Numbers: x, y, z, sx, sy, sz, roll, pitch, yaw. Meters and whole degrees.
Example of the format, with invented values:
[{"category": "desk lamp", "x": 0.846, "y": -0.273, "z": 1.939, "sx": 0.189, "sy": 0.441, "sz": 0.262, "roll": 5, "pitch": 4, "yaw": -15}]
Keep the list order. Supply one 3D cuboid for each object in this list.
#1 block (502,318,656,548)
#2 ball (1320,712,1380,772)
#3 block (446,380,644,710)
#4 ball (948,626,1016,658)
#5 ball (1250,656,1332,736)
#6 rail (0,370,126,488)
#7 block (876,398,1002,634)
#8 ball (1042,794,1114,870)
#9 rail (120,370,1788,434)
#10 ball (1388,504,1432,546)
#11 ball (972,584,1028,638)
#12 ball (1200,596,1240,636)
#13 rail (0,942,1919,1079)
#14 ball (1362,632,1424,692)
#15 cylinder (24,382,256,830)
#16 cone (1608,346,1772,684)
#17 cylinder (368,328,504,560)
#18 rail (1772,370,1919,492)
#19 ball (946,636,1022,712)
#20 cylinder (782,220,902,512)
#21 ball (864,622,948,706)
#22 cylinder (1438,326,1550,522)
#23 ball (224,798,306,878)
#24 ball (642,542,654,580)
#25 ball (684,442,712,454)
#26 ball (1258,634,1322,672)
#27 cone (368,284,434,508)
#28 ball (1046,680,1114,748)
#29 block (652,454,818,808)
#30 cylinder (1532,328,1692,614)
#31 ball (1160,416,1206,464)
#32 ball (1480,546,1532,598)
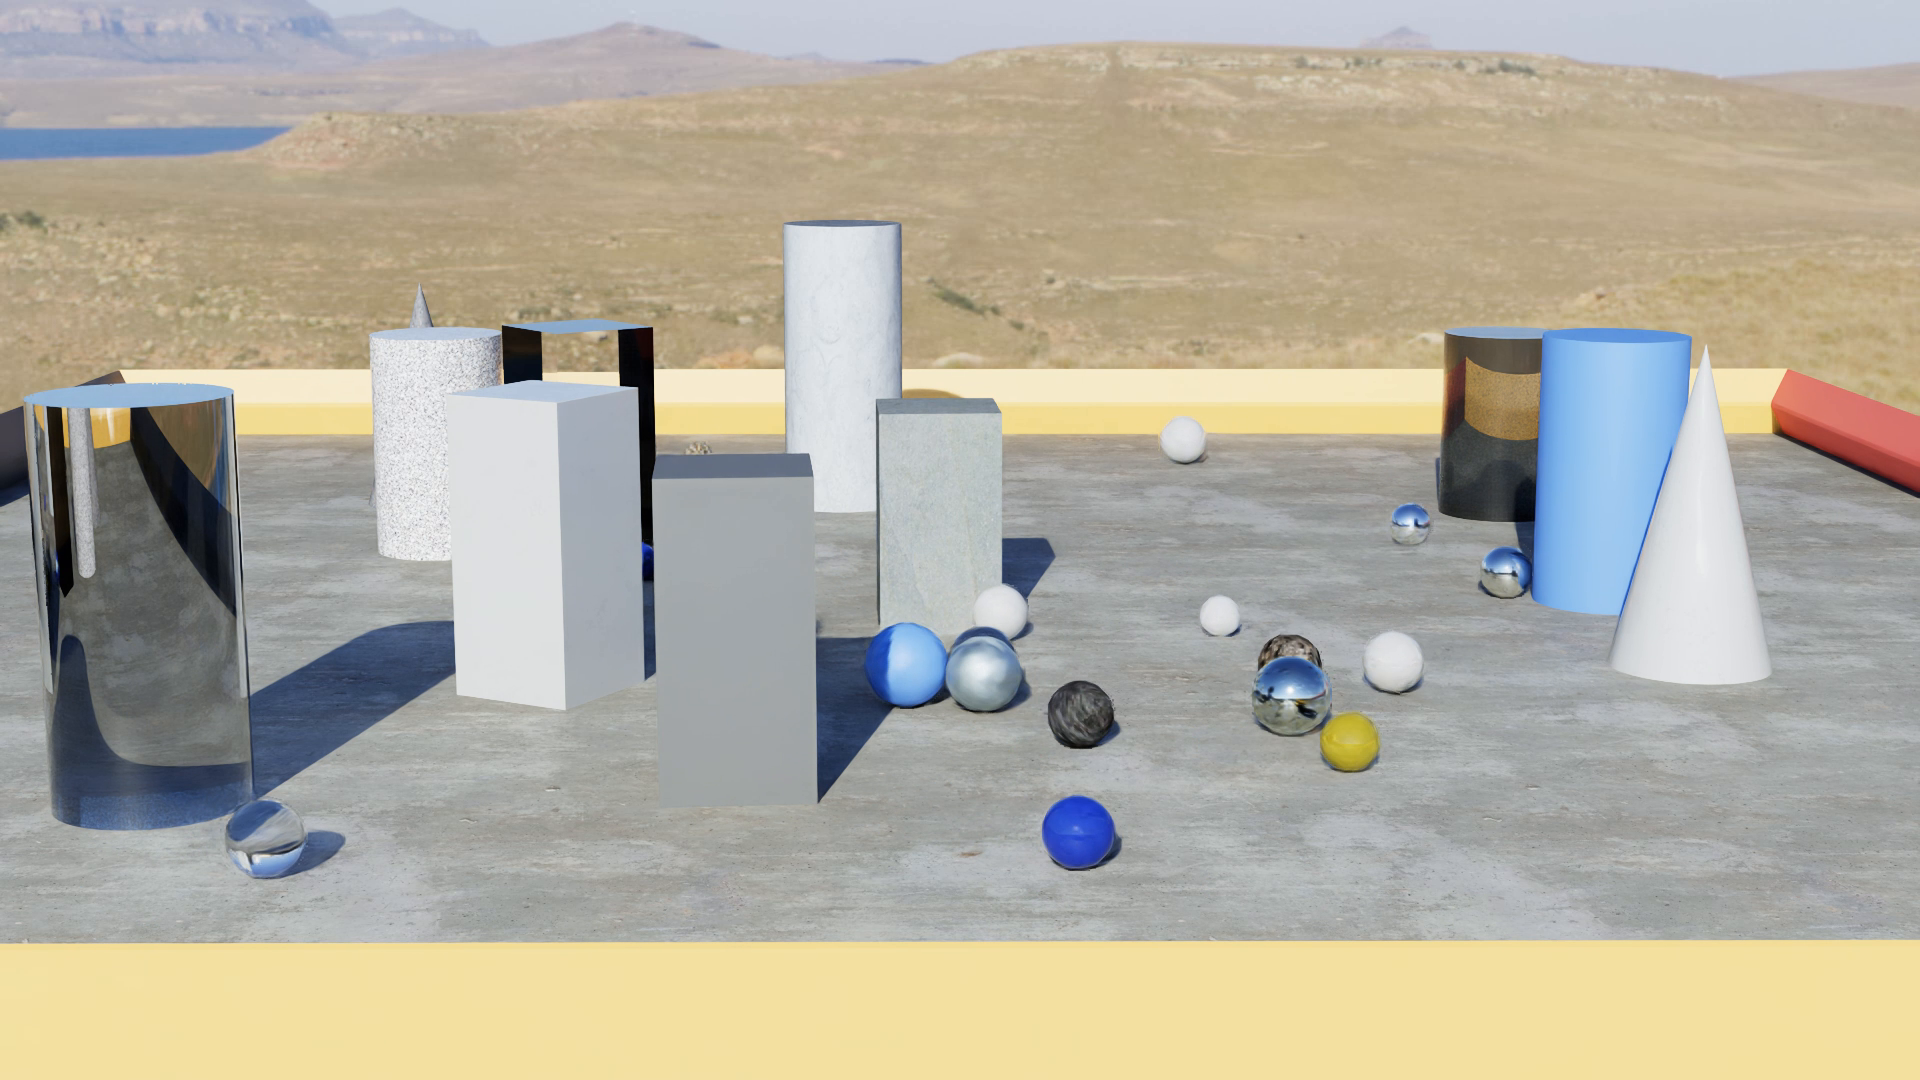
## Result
[{"category": "block", "x": -0.547, "y": -0.130, "z": 3.700, "sx": 0.157, "sy": 0.358, "sz": 0.157, "roll": -8, "pitch": 13, "yaw": -38}, {"category": "ball", "x": 0.406, "y": 0.211, "z": 2.674, "sx": 0.062, "sy": 0.062, "sz": 0.062, "roll": 0, "pitch": 11, "yaw": 0}, {"category": "block", "x": -0.483, "y": 0.001, "z": 3.004, "sx": 0.157, "sy": 0.354, "sz": 0.157, "roll": 6, "pitch": 12, "yaw": 28}, {"category": "ball", "x": 0.026, "y": 0.140, "z": 3.003, "sx": 0.080, "sy": 0.080, "sz": 0.080, "roll": 0, "pitch": 11, "yaw": 0}, {"category": "ball", "x": 0.364, "y": 0.171, "z": 2.820, "sx": 0.088, "sy": 0.088, "sz": 0.088, "roll": 0, "pitch": 11, "yaw": 0}, {"category": "rail", "x": -1.637, "y": 0.034, "z": 3.440, "sx": 0.045, "sy": 0.127, "sz": 3.391, "roll": 0, "pitch": 11, "yaw": 0}, {"category": "block", "x": -0.029, "y": -0.033, "z": 3.371, "sx": 0.157, "sy": 0.288, "sz": 0.157, "roll": -1, "pitch": 11, "yaw": -3}, {"category": "ball", "x": 0.108, "y": 0.268, "z": 2.352, "sx": 0.067, "sy": 0.067, "sz": 0.067, "roll": 0, "pitch": 11, "yaw": 0}, {"category": "rail", "x": -0.010, "y": -0.272, "z": 5.093, "sx": 3.322, "sy": 0.127, "sz": 0.045, "roll": 0, "pitch": 11, "yaw": 0}, {"category": "ball", "x": 0.690, "y": -0.024, "z": 3.934, "sx": 0.064, "sy": 0.064, "sz": 0.064, "roll": 0, "pitch": 11, "yaw": 0}, {"category": "ball", "x": 0.051, "y": 0.093, "z": 3.280, "sx": 0.072, "sy": 0.072, "sz": 0.072, "roll": 0, "pitch": 11, "yaw": 0}, {"category": "ball", "x": 0.335, "y": 0.098, "z": 3.308, "sx": 0.053, "sy": 0.053, "sz": 0.053, "roll": 0, "pitch": 11, "yaw": 0}, {"category": "rail", "x": 0.010, "y": 0.338, "z": 1.805, "sx": 3.322, "sy": 0.127, "sz": 0.045, "roll": 0, "pitch": 11, "yaw": 0}, {"category": "ball", "x": 0.509, "y": 0.143, "z": 3.011, "sx": 0.072, "sy": 0.072, "sz": 0.072, "roll": 0, "pitch": 11, "yaw": 0}, {"category": "cylinder", "x": -0.806, "y": 0.061, "z": 2.529, "sx": 0.196, "sy": 0.410, "sz": 0.196, "roll": 0, "pitch": 11, "yaw": 0}, {"category": "cone", "x": 0.895, "y": -0.041, "z": 3.114, "sx": 0.196, "sy": 0.396, "sz": 0.196, "roll": 0, "pitch": 11, "yaw": 0}, {"category": "cylinder", "x": -0.787, "y": -0.148, "z": 3.882, "sx": 0.196, "sy": 0.328, "sz": 0.196, "roll": 0, "pitch": 11, "yaw": 0}, {"category": "rail", "x": 1.637, "y": 0.031, "z": 3.458, "sx": 0.045, "sy": 0.127, "sz": 3.391, "roll": 0, "pitch": 11, "yaw": 0}, {"category": "ball", "x": 0.027, "y": 0.153, "z": 2.921, "sx": 0.086, "sy": 0.086, "sz": 0.086, "roll": 0, "pitch": 11, "yaw": 0}, {"category": "cylinder", "x": -0.195, "y": -0.293, "z": 4.279, "sx": 0.196, "sy": 0.468, "sz": 0.196, "roll": 0, "pitch": 11, "yaw": 0}, {"category": "ball", "x": -0.061, "y": 0.143, "z": 2.945, "sx": 0.096, "sy": 0.096, "sz": 0.096, "roll": 0, "pitch": 11, "yaw": 0}, {"category": "cylinder", "x": 0.889, "y": -0.192, "z": 4.205, "sx": 0.196, "sy": 0.296, "sz": 0.196, "roll": 0, "pitch": 11, "yaw": 0}, {"category": "ball", "x": -0.630, "y": 0.271, "z": 2.326, "sx": 0.071, "sy": 0.071, "sz": 0.071, "roll": 0, "pitch": 11, "yaw": 0}, {"category": "ball", "x": -0.458, "y": 0.031, "z": 3.662, "sx": 0.056, "sy": 0.056, "sz": 0.056, "roll": 0, "pitch": 11, "yaw": 0}, {"category": "ball", "x": -0.475, "y": -0.152, "z": 4.658, "sx": 0.052, "sy": 0.052, "sz": 0.052, "roll": 0, "pitch": 11, "yaw": 0}, {"category": "ball", "x": 0.384, "y": 0.146, "z": 2.989, "sx": 0.074, "sy": 0.074, "sz": 0.074, "roll": 0, "pitch": 11, "yaw": 0}, {"category": "cone", "x": -0.897, "y": -0.247, "z": 4.294, "sx": 0.196, "sy": 0.371, "sz": 0.196, "roll": 0, "pitch": 11, "yaw": 0}, {"category": "ball", "x": 0.130, "y": 0.188, "z": 2.770, "sx": 0.072, "sy": 0.072, "sz": 0.072, "roll": 0, "pitch": 11, "yaw": 0}, {"category": "block", "x": -0.227, "y": 0.088, "z": 2.599, "sx": 0.157, "sy": 0.331, "sz": 0.157, "roll": -1, "pitch": 11, "yaw": -5}, {"category": "cylinder", "x": 0.888, "y": -0.097, "z": 3.502, "sx": 0.196, "sy": 0.365, "sz": 0.196, "roll": 0, "pitch": 11, "yaw": 0}, {"category": "ball", "x": 0.412, "y": -0.184, "z": 4.738, "sx": 0.087, "sy": 0.087, "sz": 0.087, "roll": 0, "pitch": 11, "yaw": 0}, {"category": "ball", "x": 0.755, "y": 0.044, "z": 3.549, "sx": 0.072, "sy": 0.072, "sz": 0.072, "roll": 0, "pitch": 11, "yaw": 0}]
